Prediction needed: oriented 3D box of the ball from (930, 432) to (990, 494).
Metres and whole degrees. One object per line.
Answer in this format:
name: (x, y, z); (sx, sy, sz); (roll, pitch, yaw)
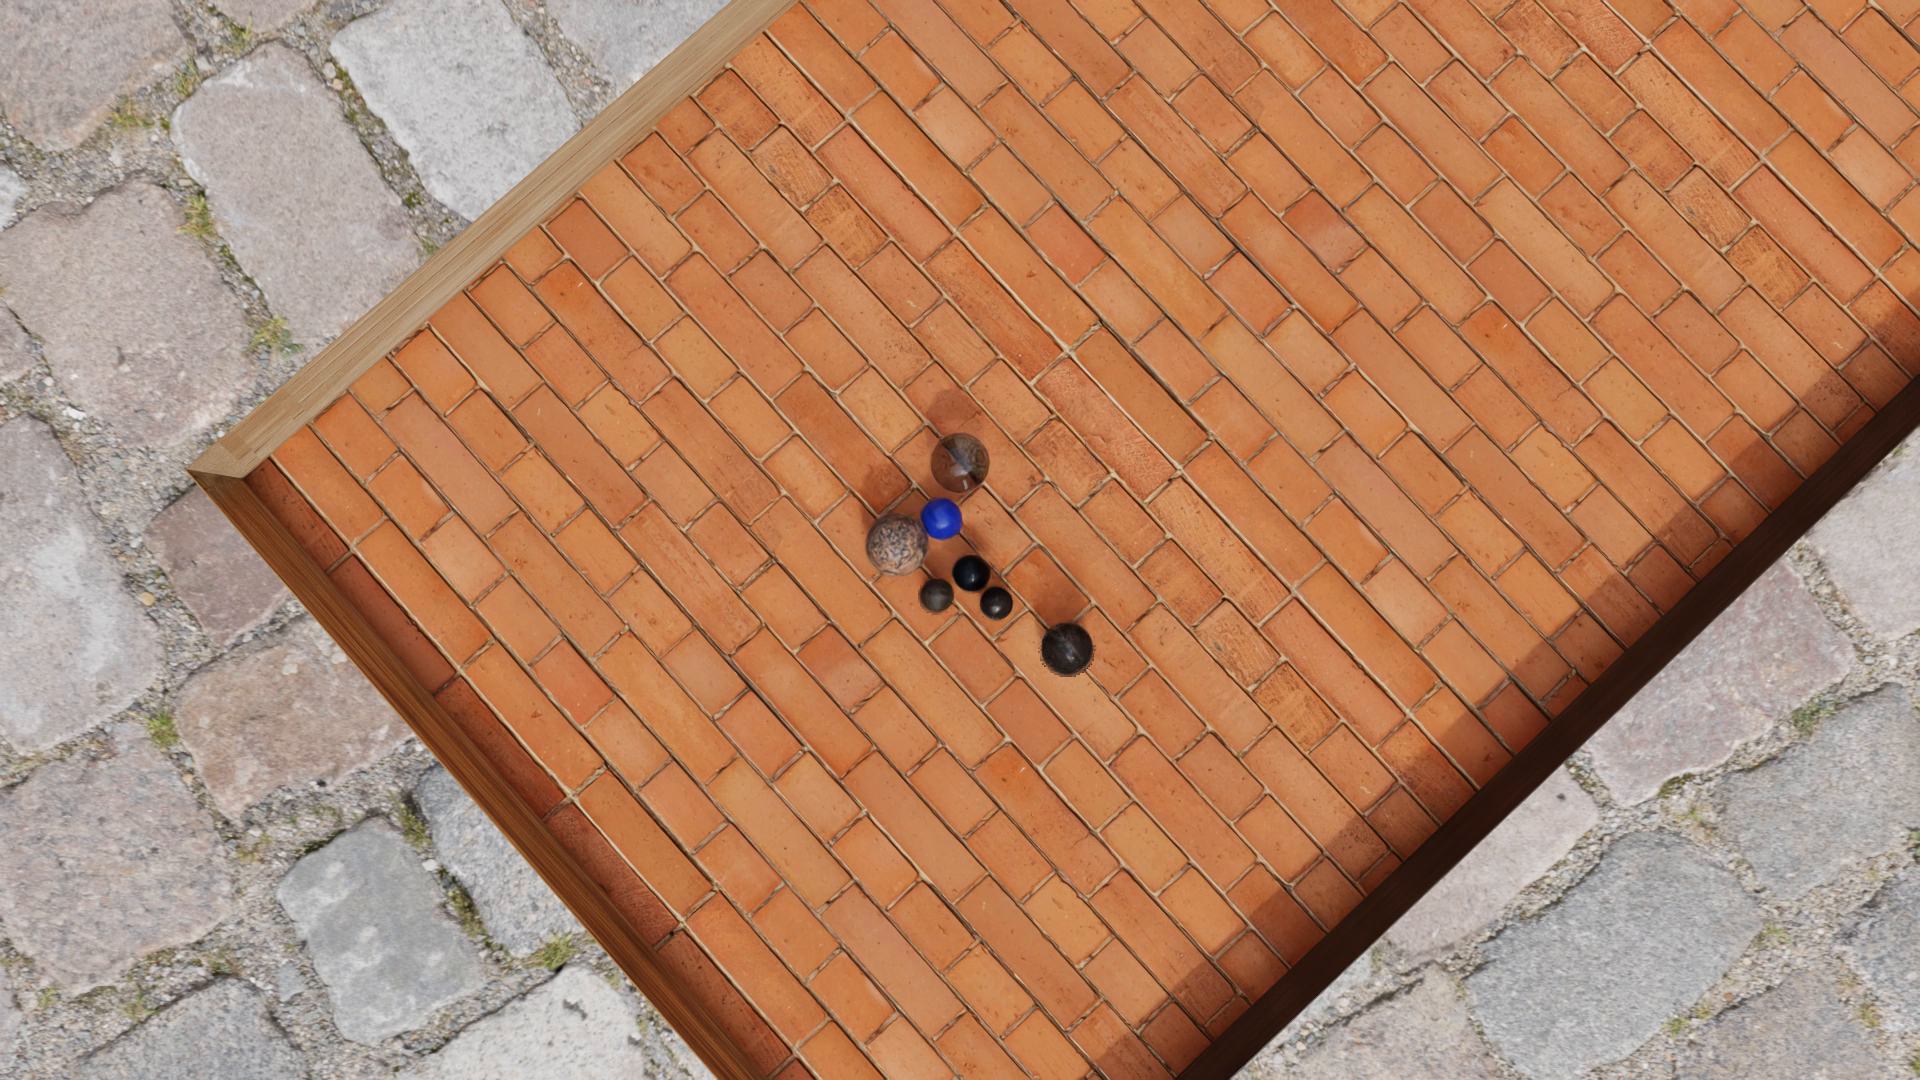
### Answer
ball: (0.000, -0.115, 3.278); (0.090, 0.090, 0.090); (0, 81, 0)

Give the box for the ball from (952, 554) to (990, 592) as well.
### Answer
ball: (0.017, 0.049, 3.270); (0.056, 0.056, 0.056); (0, 81, 0)

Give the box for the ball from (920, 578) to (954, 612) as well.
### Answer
ball: (-0.034, 0.082, 3.268); (0.051, 0.051, 0.051); (0, 81, 0)

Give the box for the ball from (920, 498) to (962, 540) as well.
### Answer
ball: (-0.027, -0.031, 3.279); (0.063, 0.063, 0.063); (0, 81, 0)

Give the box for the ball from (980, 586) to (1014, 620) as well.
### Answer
ball: (0.054, 0.095, 3.266); (0.050, 0.050, 0.050); (0, 81, 0)

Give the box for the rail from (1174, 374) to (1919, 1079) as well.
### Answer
rail: (1.113, 0.068, 3.232); (3.092, 0.124, 0.045); (-42, 84, -6)

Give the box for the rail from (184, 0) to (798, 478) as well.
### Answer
rail: (0.030, -1.106, 3.410); (3.092, 0.124, 0.045); (-42, 84, -6)

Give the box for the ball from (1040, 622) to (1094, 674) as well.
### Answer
ball: (0.158, 0.160, 3.243); (0.078, 0.078, 0.078); (0, 81, 0)

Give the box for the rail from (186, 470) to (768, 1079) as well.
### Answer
rail: (-0.554, 0.495, 3.168); (0.045, 0.124, 1.655); (-42, 84, -6)

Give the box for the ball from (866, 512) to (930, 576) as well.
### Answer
ball: (-0.093, 0.007, 3.257); (0.095, 0.095, 0.095); (0, 81, 0)
